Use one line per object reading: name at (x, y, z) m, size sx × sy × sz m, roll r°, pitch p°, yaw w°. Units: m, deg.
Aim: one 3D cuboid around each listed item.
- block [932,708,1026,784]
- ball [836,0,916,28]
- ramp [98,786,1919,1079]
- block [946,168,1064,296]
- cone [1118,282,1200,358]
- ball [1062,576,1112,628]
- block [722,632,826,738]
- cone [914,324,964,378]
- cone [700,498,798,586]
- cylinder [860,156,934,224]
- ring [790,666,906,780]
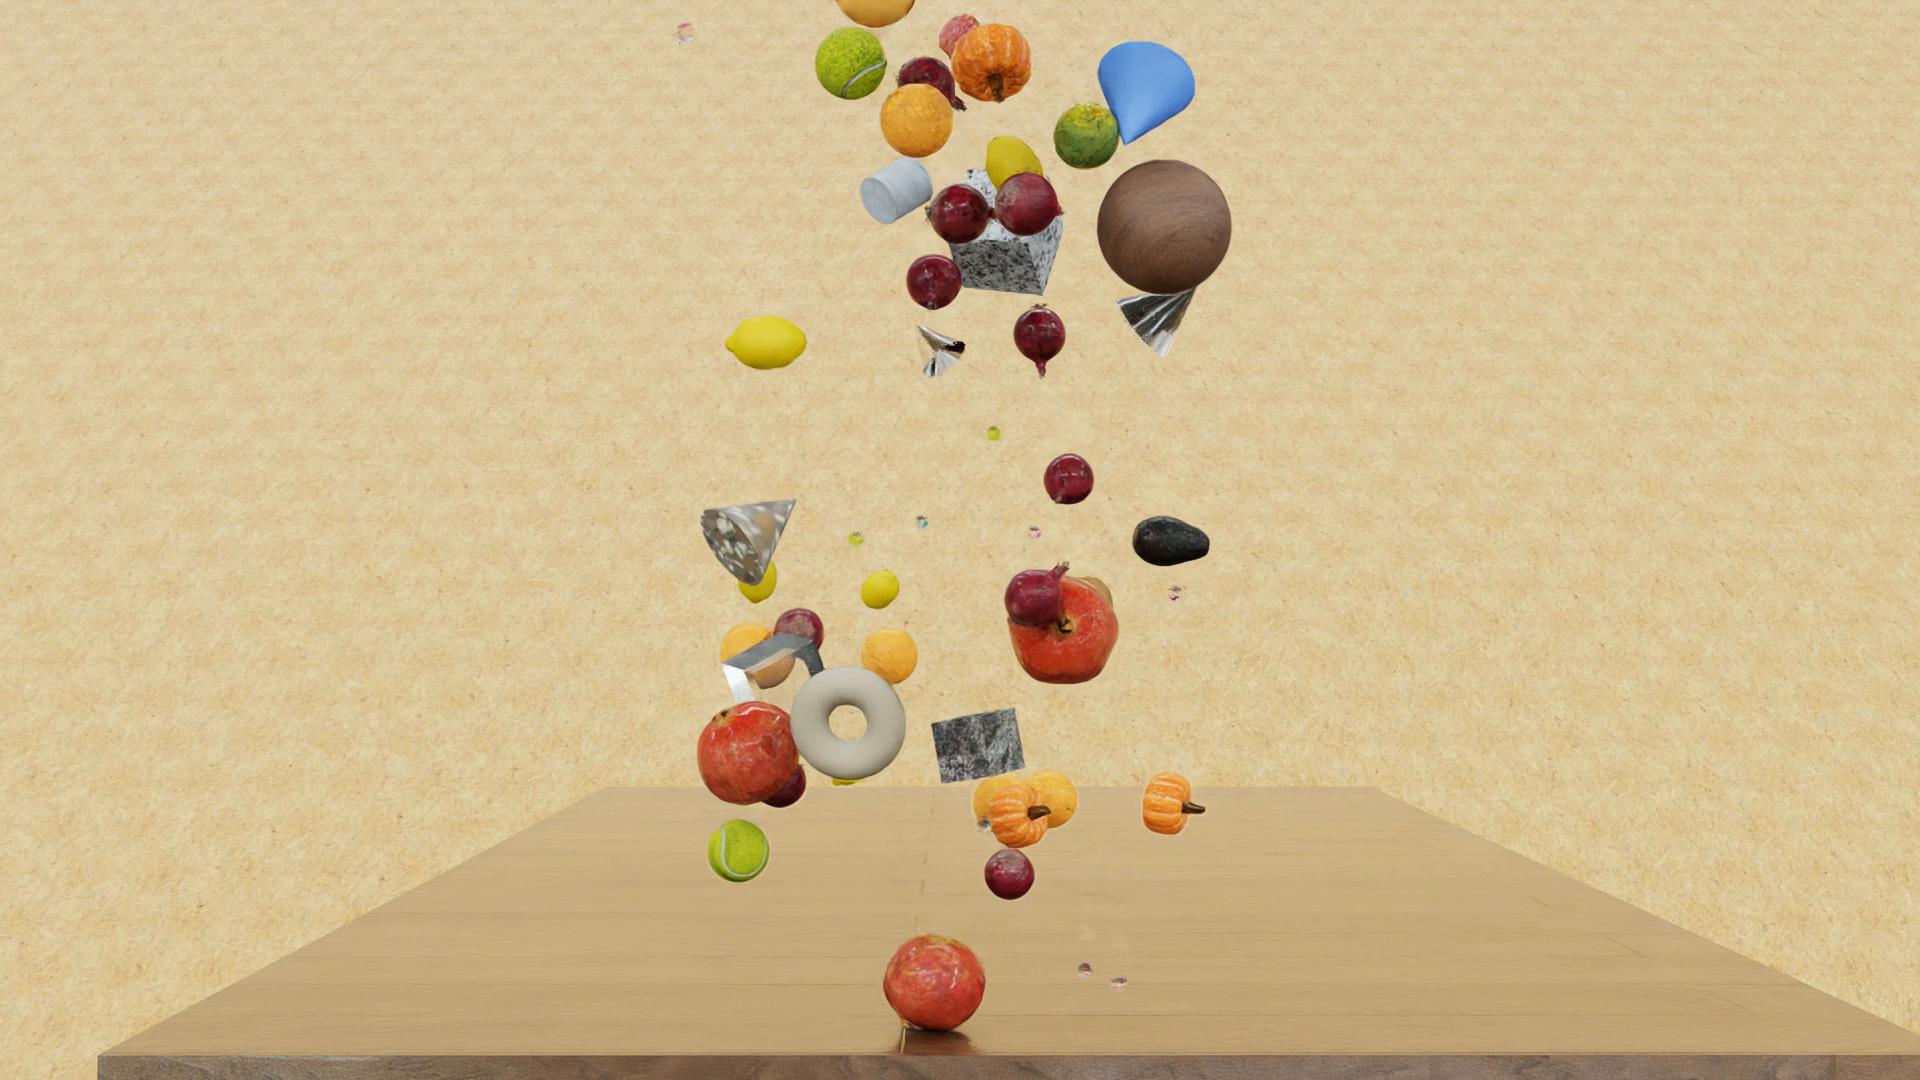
block at (0.021, 0.233, 2.942) m, size 0.069 × 0.069 × 0.069 m, roll -12°, pitch -3°, yaw 35°
ball at (-0.073, -0.485, 2.256) m, size 0.077 × 0.077 × 0.077 m, roll 0°, pitch 34°, yaw 0°
ramp at (0.075, 0.649, 4.780) m, size 2.000 × 0.100 × 4.000 m, roll 0°, pitch -1°, yaw 0°
block at (0.050, -0.336, 2.826) m, size 0.093 × 0.093 × 0.093 m, roll 7°, pitch 61°, yaw 18°
cone at (0.238, -0.265, 2.926) m, size 0.085 × 0.085 × 0.085 m, roll -39°, pitch 29°, yaw 18°
ball at (0.140, 0.068, 2.854) m, size 0.056 × 0.056 × 0.056 m, roll 0°, pitch 34°, yaw 0°
block at (-0.202, 0.162, 2.914) m, size 0.082 × 0.082 × 0.082 m, roll -28°, pitch 20°, yaw -26°
cone at (-0.034, -0.219, 2.855) m, size 0.056 × 0.056 × 0.056 m, roll -25°, pitch 66°, yaw -33°
cone at (-0.197, -0.018, 2.622) m, size 0.092 × 0.092 × 0.092 m, roll 29°, pitch 55°, yaw 36°
cylinder at (-0.065, -0.360, 2.670) m, size 0.053 × 0.053 × 0.053 m, roll 28°, pitch 49°, yaw 35°
ring at (-0.118, 0.192, 2.728) m, size 0.124 × 0.124 × 0.041 m, roll 5°, pitch 12°, yaw 7°
